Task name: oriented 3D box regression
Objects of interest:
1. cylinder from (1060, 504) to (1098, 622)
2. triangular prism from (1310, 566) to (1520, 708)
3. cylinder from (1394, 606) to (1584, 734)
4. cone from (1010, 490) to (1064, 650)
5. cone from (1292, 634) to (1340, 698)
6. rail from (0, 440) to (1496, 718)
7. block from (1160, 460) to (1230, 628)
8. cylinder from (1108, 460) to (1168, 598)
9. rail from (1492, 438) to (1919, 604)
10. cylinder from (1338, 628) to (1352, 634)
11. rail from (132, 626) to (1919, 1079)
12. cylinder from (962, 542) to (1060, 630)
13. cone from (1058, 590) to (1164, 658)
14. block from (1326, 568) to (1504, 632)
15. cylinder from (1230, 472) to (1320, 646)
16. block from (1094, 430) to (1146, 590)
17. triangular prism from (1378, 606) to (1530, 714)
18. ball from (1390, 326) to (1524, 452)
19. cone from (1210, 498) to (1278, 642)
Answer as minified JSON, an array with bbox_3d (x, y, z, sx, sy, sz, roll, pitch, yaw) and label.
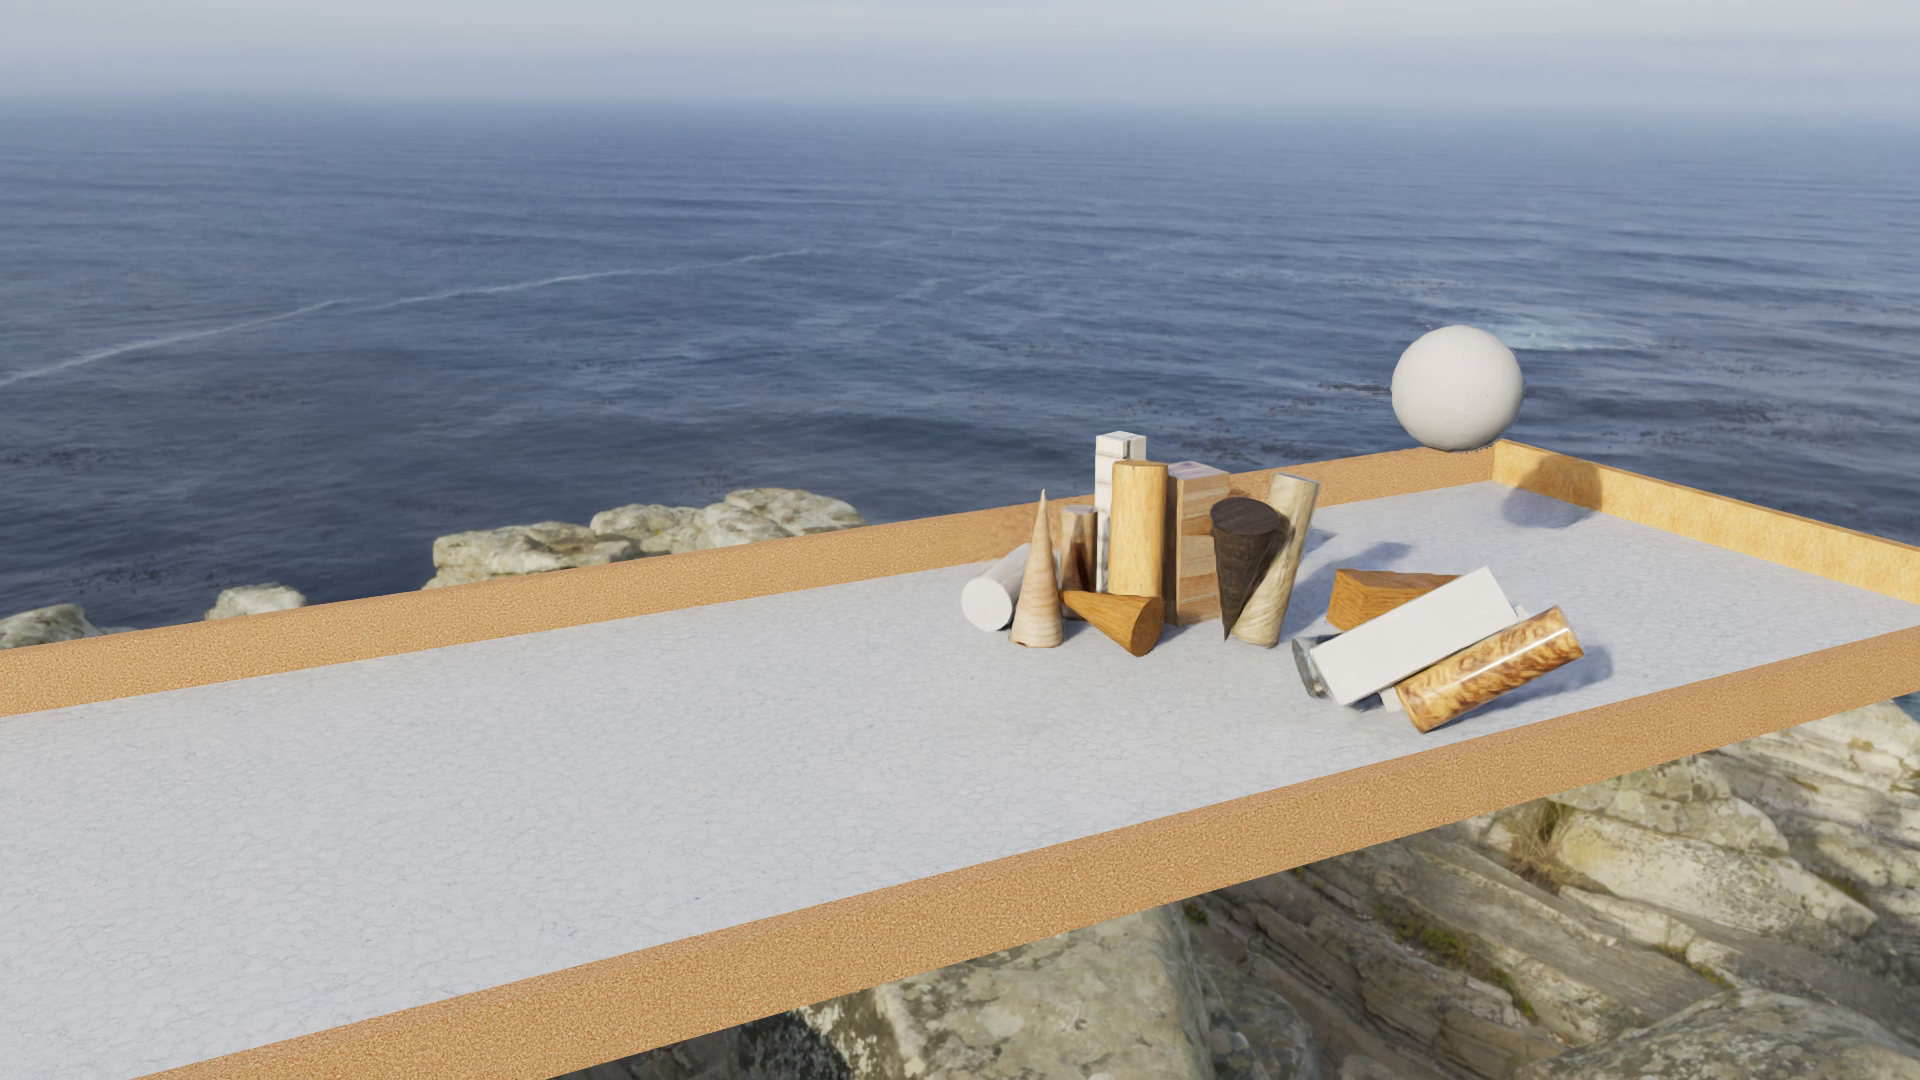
[{"bbox_3d":[0.331,0.063,4.592,0.101,0.309,0.101,0,16,0],"label":"cylinder"},{"bbox_3d":[1.050,0.216,3.861,0.455,0.133,0.154,-26,11,1],"label":"triangular prism"},{"bbox_3d":[1.206,0.297,3.768,0.401,0.128,0.128,-30,8,19],"label":"cylinder"},{"bbox_3d":[0.213,0.061,4.360,0.148,0.433,0.148,1,21,0],"label":"cone"},{"bbox_3d":[1.017,0.256,4.011,0.381,0.153,0.153,-17,17,-1],"label":"cone"},{"bbox_3d":[-3.305,0.497,3.399,12.000,0.150,0.050,-9,18,-27],"label":"rail"},{"bbox_3d":[0.624,0.009,4.584,0.164,0.418,0.164,-10,19,-31],"label":"block"},{"bbox_3d":[0.473,0.024,4.430,0.145,0.460,0.145,2,9,0],"label":"cylinder"},{"bbox_3d":[2.466,-0.048,5.253,0.050,0.150,2.100,-9,18,-27],"label":"rail"},{"bbox_3d":[1.054,0.254,4.118,0.309,0.112,0.112,-20,16,4],"label":"cylinder"},{"bbox_3d":[-2.336,1.006,1.665,12.000,0.150,0.050,-9,18,-27],"label":"rail"},{"bbox_3d":[0.144,0.127,4.630,0.153,0.153,0.333,8,20,25],"label":"cylinder"},{"bbox_3d":[0.357,0.179,4.373,0.327,0.166,0.166,20,25,32],"label":"cone"},{"bbox_3d":[1.208,0.178,4.381,0.424,0.144,0.144,3,16,-19],"label":"block"},{"bbox_3d":[0.834,0.051,4.361,0.125,0.445,0.125,13,8,-2],"label":"cylinder"},{"bbox_3d":[0.465,-0.080,4.820,0.102,0.456,0.102,-15,22,-41],"label":"block"},{"bbox_3d":[1.161,0.274,3.877,0.385,0.123,0.107,-23,-19,10],"label":"triangular prism"},{"bbox_3d":[1.325,-0.402,4.400,0.339,0.339,0.339,0,16,0],"label":"ball"},{"bbox_3d":[0.716,0.108,4.297,0.173,0.410,0.173,1,35,-1],"label":"cone"}]
